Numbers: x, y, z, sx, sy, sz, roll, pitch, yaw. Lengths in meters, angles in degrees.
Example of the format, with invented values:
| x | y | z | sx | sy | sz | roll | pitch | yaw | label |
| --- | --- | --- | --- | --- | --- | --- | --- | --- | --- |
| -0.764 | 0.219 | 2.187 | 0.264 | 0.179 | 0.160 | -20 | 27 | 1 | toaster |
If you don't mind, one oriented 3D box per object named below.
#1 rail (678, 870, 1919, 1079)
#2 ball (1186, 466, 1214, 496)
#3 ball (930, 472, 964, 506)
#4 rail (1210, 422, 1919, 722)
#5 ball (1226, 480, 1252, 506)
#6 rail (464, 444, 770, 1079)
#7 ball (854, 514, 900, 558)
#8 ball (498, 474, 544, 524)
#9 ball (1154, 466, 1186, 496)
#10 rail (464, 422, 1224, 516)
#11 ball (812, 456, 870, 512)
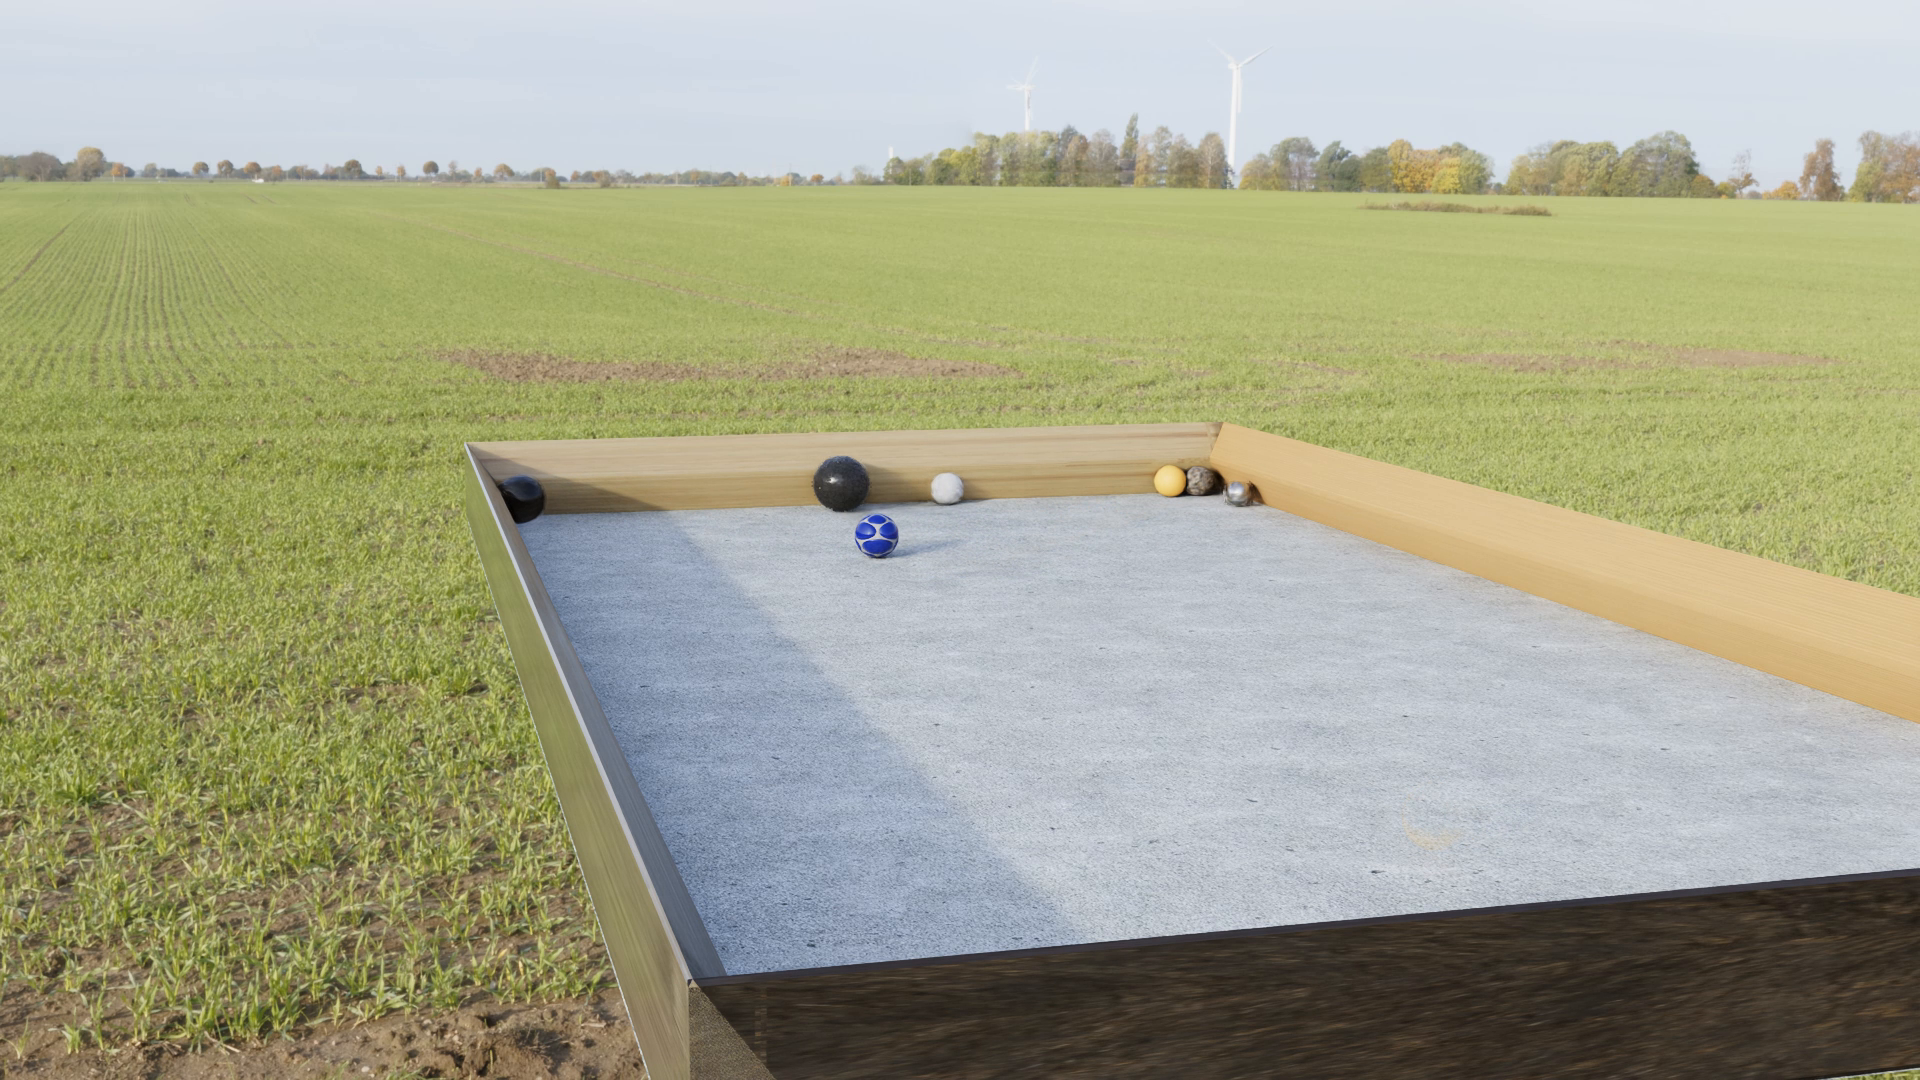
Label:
| x | y | z | sx | sy | sz | roll | pitch | yaw | label |
| --- | --- | --- | --- | --- | --- | --- | --- | --- | --- |
| 0.513 | 0.260 | 1.339 | 1.364 | 0.125 | 0.045 | -2 | 9 | -15 | rail |
| 0.433 | -0.107 | 3.975 | 0.054 | 0.054 | 0.054 | 0 | 9 | 0 | ball |
| -0.023 | -0.090 | 3.854 | 0.057 | 0.057 | 0.057 | 0 | 9 | 0 | ball |
| 0.809 | 0.042 | 2.761 | 0.045 | 0.125 | 2.674 | -2 | 9 | -15 | rail |
| 0.486 | -0.080 | 3.832 | 0.045 | 0.045 | 0.045 | 0 | 9 | 0 | ball |
| -0.463 | 0.094 | 2.424 | 0.045 | 0.125 | 2.674 | -2 | 9 | -15 | rail |
| -0.124 | -0.007 | 3.280 | 0.067 | 0.067 | 0.067 | 0 | 9 | 0 | ball |
| -0.727 | -0.067 | 3.629 | 0.081 | 0.081 | 0.081 | 0 | 9 | 0 | ball |
| 0.378 | -0.106 | 3.960 | 0.057 | 0.057 | 0.057 | 0 | 9 | 0 | ball |
| -0.167 | -0.124 | 3.847 | 1.364 | 0.125 | 0.045 | -2 | 9 | -15 | rail |
| -0.204 | -0.097 | 3.769 | 0.096 | 0.096 | 0.096 | 0 | 9 | 0 | ball |
